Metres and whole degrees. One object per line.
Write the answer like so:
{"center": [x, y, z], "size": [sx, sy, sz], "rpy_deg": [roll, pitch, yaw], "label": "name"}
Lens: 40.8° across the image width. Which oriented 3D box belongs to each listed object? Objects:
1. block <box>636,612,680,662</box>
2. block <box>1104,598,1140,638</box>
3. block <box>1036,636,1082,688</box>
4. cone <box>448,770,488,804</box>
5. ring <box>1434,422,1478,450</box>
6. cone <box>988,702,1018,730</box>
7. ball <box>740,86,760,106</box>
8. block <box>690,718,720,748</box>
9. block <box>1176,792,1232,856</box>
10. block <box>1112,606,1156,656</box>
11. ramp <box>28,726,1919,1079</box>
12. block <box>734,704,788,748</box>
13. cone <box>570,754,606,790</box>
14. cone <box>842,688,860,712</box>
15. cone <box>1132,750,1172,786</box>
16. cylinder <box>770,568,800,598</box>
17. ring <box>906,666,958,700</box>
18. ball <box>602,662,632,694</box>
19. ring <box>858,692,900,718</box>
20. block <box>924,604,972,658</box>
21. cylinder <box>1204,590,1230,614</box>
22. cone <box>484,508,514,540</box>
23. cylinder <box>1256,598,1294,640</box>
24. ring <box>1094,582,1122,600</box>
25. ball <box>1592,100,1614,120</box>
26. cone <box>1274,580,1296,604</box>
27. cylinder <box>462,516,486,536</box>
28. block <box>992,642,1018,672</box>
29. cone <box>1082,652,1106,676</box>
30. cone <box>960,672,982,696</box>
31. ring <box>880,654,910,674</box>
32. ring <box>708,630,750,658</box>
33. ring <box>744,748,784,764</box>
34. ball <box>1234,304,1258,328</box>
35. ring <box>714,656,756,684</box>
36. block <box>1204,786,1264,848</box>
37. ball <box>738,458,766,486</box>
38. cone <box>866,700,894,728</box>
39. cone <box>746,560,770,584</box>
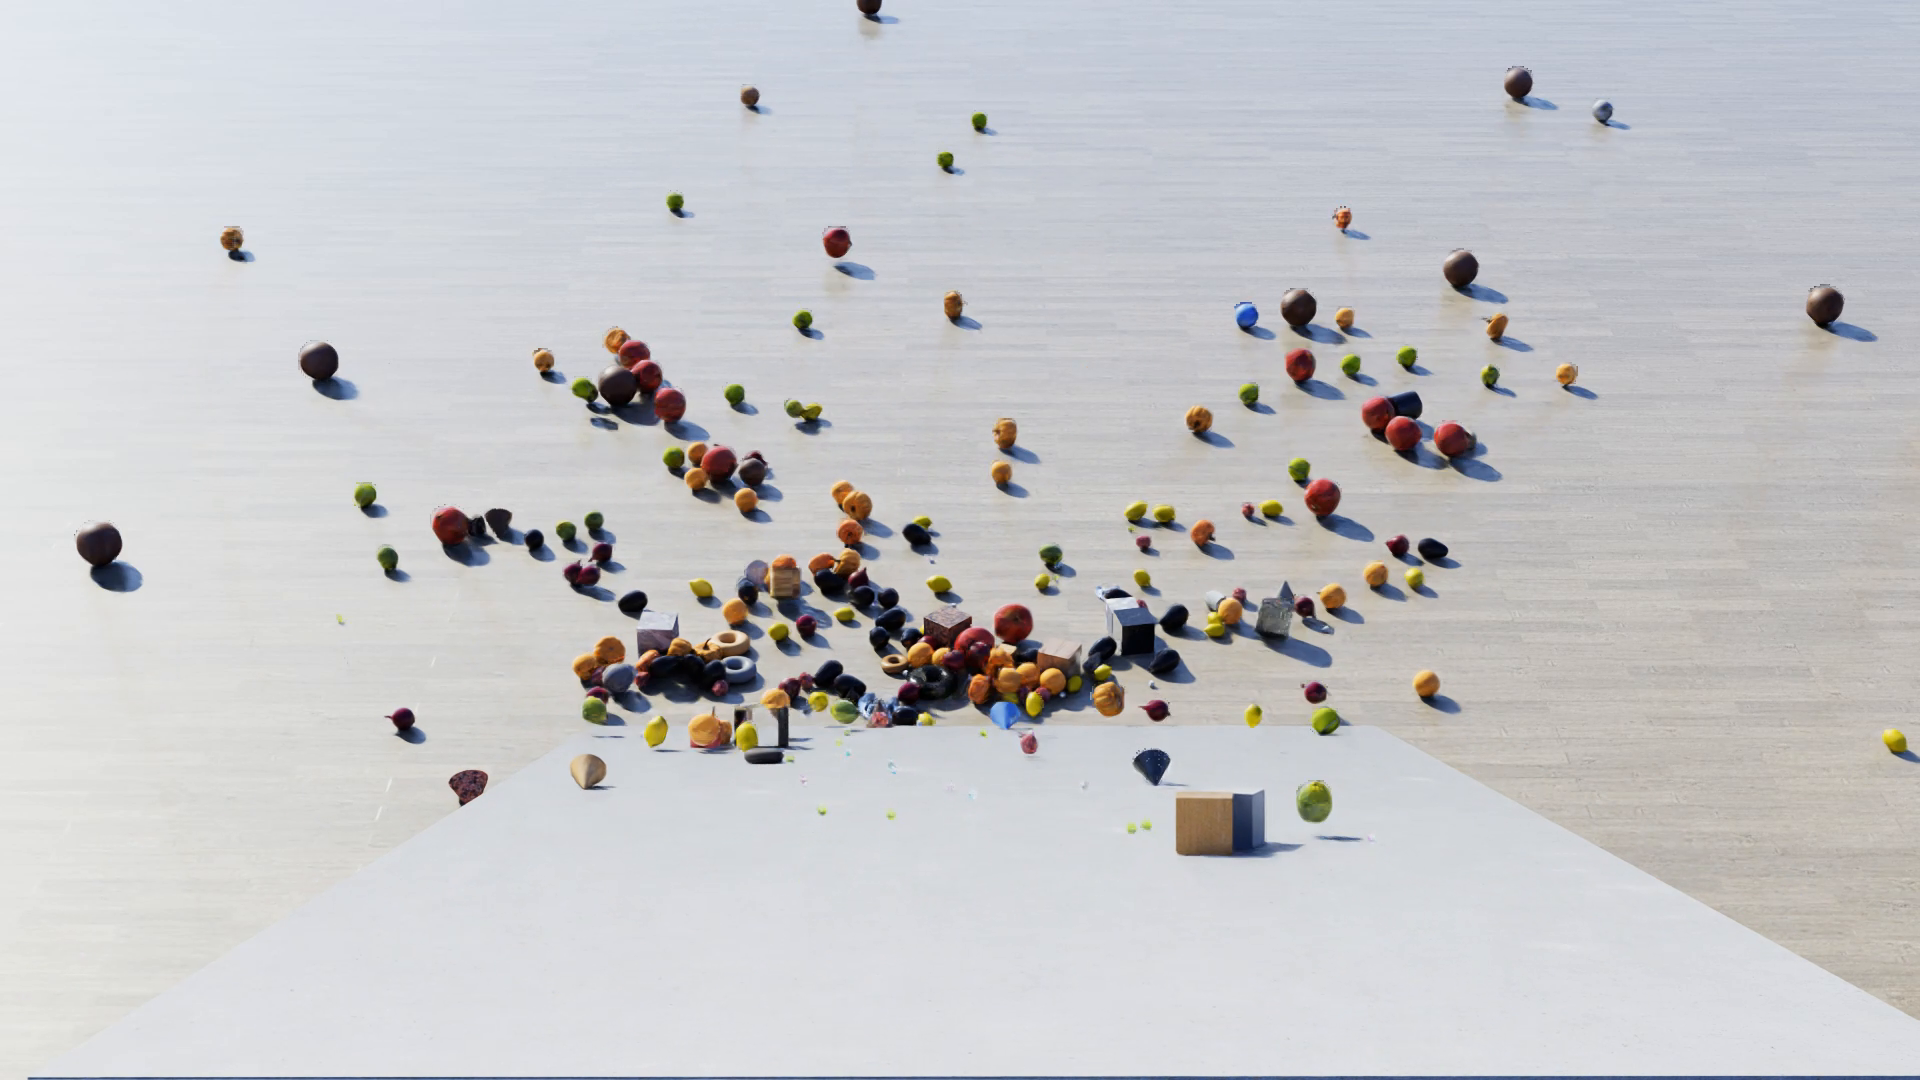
{"center": [-0.828, 0.264, 7.088], "size": [0.098, 0.098, 0.098], "rpy_deg": [2, 27, 3], "label": "block"}
{"center": [0.454, 0.217, 7.195], "size": [0.082, 0.082, 0.082], "rpy_deg": [-5, 28, -9], "label": "block"}
{"center": [0.268, 0.330, 6.968], "size": [0.090, 0.090, 0.090], "rpy_deg": [12, 30, 22], "label": "block"}
{"center": [-1.215, 0.639, 6.420], "size": [0.099, 0.099, 0.099], "rpy_deg": [-8, 55, -14], "label": "cone"}
{"center": [1.591, -0.333, 8.298], "size": [0.140, 0.047, 0.140], "rpy_deg": [3, 30, -2], "label": "ring"}
{"center": [0.114, 0.458, 6.496], "size": [0.077, 0.077, 0.077], "rpy_deg": [-4, 15, -7], "label": "cone"}
{"center": [-0.929, -1.961, 11.404], "size": [0.088, 0.088, 0.088], "rpy_deg": [0, 27, 0], "label": "ball"}
{"center": [-0.597, 0.452, 6.042], "size": [0.062, 0.062, 0.062], "rpy_deg": [0, 1, 0], "label": "block"}
{"center": [0.402, 0.466, 4.249], "size": [0.092, 0.092, 0.092], "rpy_deg": [0, 1, 6], "label": "block"}
{"center": [0.478, 0.252, 7.116], "size": [0.093, 0.093, 0.093], "rpy_deg": [-6, 28, -11], "label": "block"}
{"center": [0.062, 0.556, 4.594], "size": [2.000, 0.100, 4.000], "rpy_deg": [0, 1, 0], "label": "ramp"}
{"center": [-0.464, 0.436, 6.035], "size": [0.095, 0.095, 0.095], "rpy_deg": [-1, 1, -29], "label": "block"}
{"center": [-0.750, 0.481, 5.177], "size": [0.075, 0.075, 0.075], "rpy_deg": [-1, 25, -2], "label": "cone"}
{"center": [-0.285, 0.413, 6.840], "size": [0.061, 0.061, 0.061], "rpy_deg": [0, 27, 0], "label": "cone"}
{"center": [0.393, 0.478, 5.227], "size": [0.080, 0.080, 0.080], "rpy_deg": [-1, 28, -2], "label": "cone"}
{"center": [-0.497, 0.123, 7.336], "size": [0.083, 0.083, 0.083], "rpy_deg": [1, -4, 0], "label": "cylinder"}
{"center": [-0.074, 0.382, 6.916], "size": [0.139, 0.046, 0.139], "rpy_deg": [-1, 28, 1], "label": "ring"}
{"center": [-0.915, 0.369, 6.903], "size": [0.081, 0.081, 0.081], "rpy_deg": [0, 27, 0], "label": "ball"}
{"center": [-0.214, 0.437, 6.819], "size": [0.113, 0.038, 0.113], "rpy_deg": [1, 27, -1], "label": "ring"}
{"center": [-0.034, 0.252, 7.115], "size": [0.094, 0.094, 0.094], "rpy_deg": [22, 35, 36], "label": "block"}
{"center": [0.729, 0.174, 7.310], "size": [0.053, 0.053, 0.053], "rpy_deg": [-16, 32, -29], "label": "cylinder"}
{"center": [-1.381, -0.034, 7.730], "size": [0.086, 0.086, 0.086], "rpy_deg": [-3, 54, -6], "label": "cone"}
{"center": [0.873, 0.216, 7.159], "size": [0.092, 0.092, 0.092], "rpy_deg": [12, 12, -3], "label": "cylinder"}
{"center": [0.425, 0.146, 7.395], "size": [0.076, 0.025, 0.076], "rpy_deg": [0, 29, 0], "label": "ring"}
{"center": [2.793, -1.867, 11.220], "size": [0.090, 0.090, 0.090], "rpy_deg": [0, 27, 0], "label": "ball"}
{"center": [0.926, 0.142, 7.357], "size": [0.067, 0.067, 0.067], "rpy_deg": [0, 27, 0], "label": "cone"}
{"center": [-1.455, -0.043, 7.729], "size": [0.054, 0.054, 0.054], "rpy_deg": [-15, 31, -27], "label": "cylinder"}
{"center": [0.122, 0.320, 7.030], "size": [0.052, 0.052, 0.052], "rpy_deg": [13, 30, 24], "label": "block"}
{"center": [0.375, 0.349, 6.998], "size": [0.064, 0.064, 0.064], "rpy_deg": [-24, 63, -38], "label": "cone"}
{"center": [0.029, 0.378, 6.912], "size": [0.057, 0.057, 0.057], "rpy_deg": [0, 27, 0], "label": "cone"}
{"center": [-0.177, 0.337, 7.024], "size": [0.080, 0.027, 0.080], "rpy_deg": [-1, 27, 1], "label": "ring"}
{"center": [-0.635, 0.286, 7.110], "size": [0.117, 0.039, 0.117], "rpy_deg": [-1, 26, 0], "label": "ring"}
{"center": [-0.431, 0.475, 5.682], "size": [0.087, 0.029, 0.087], "rpy_deg": [1, 0, 0], "label": "ring"}
{"center": [1.014, -0.794, 9.151], "size": [0.083, 0.083, 0.083], "rpy_deg": [0, 27, 0], "label": "ball"}
{"center": [-0.606, 0.352, 6.983], "size": [0.114, 0.038, 0.114], "rpy_deg": [0, 28, 0], "label": "ring"}
{"center": [0.458, 0.465, 4.335], "size": [0.090, 0.090, 0.090], "rpy_deg": [0, 1, 19], "label": "block"}
{"center": [-0.643, -0.210, 8.019], "size": [0.086, 0.086, 0.086], "rpy_deg": [0, 27, 0], "label": "ball"}
{"center": [-0.204, 0.439, 6.544], "size": [0.072, 0.072, 0.072], "rpy_deg": [0, 1, 0], "label": "cone"}
{"center": [-0.591, 0.094, 7.488], "size": [0.072, 0.072, 0.072], "rpy_deg": [-8, 2, -15], "label": "cone"}
